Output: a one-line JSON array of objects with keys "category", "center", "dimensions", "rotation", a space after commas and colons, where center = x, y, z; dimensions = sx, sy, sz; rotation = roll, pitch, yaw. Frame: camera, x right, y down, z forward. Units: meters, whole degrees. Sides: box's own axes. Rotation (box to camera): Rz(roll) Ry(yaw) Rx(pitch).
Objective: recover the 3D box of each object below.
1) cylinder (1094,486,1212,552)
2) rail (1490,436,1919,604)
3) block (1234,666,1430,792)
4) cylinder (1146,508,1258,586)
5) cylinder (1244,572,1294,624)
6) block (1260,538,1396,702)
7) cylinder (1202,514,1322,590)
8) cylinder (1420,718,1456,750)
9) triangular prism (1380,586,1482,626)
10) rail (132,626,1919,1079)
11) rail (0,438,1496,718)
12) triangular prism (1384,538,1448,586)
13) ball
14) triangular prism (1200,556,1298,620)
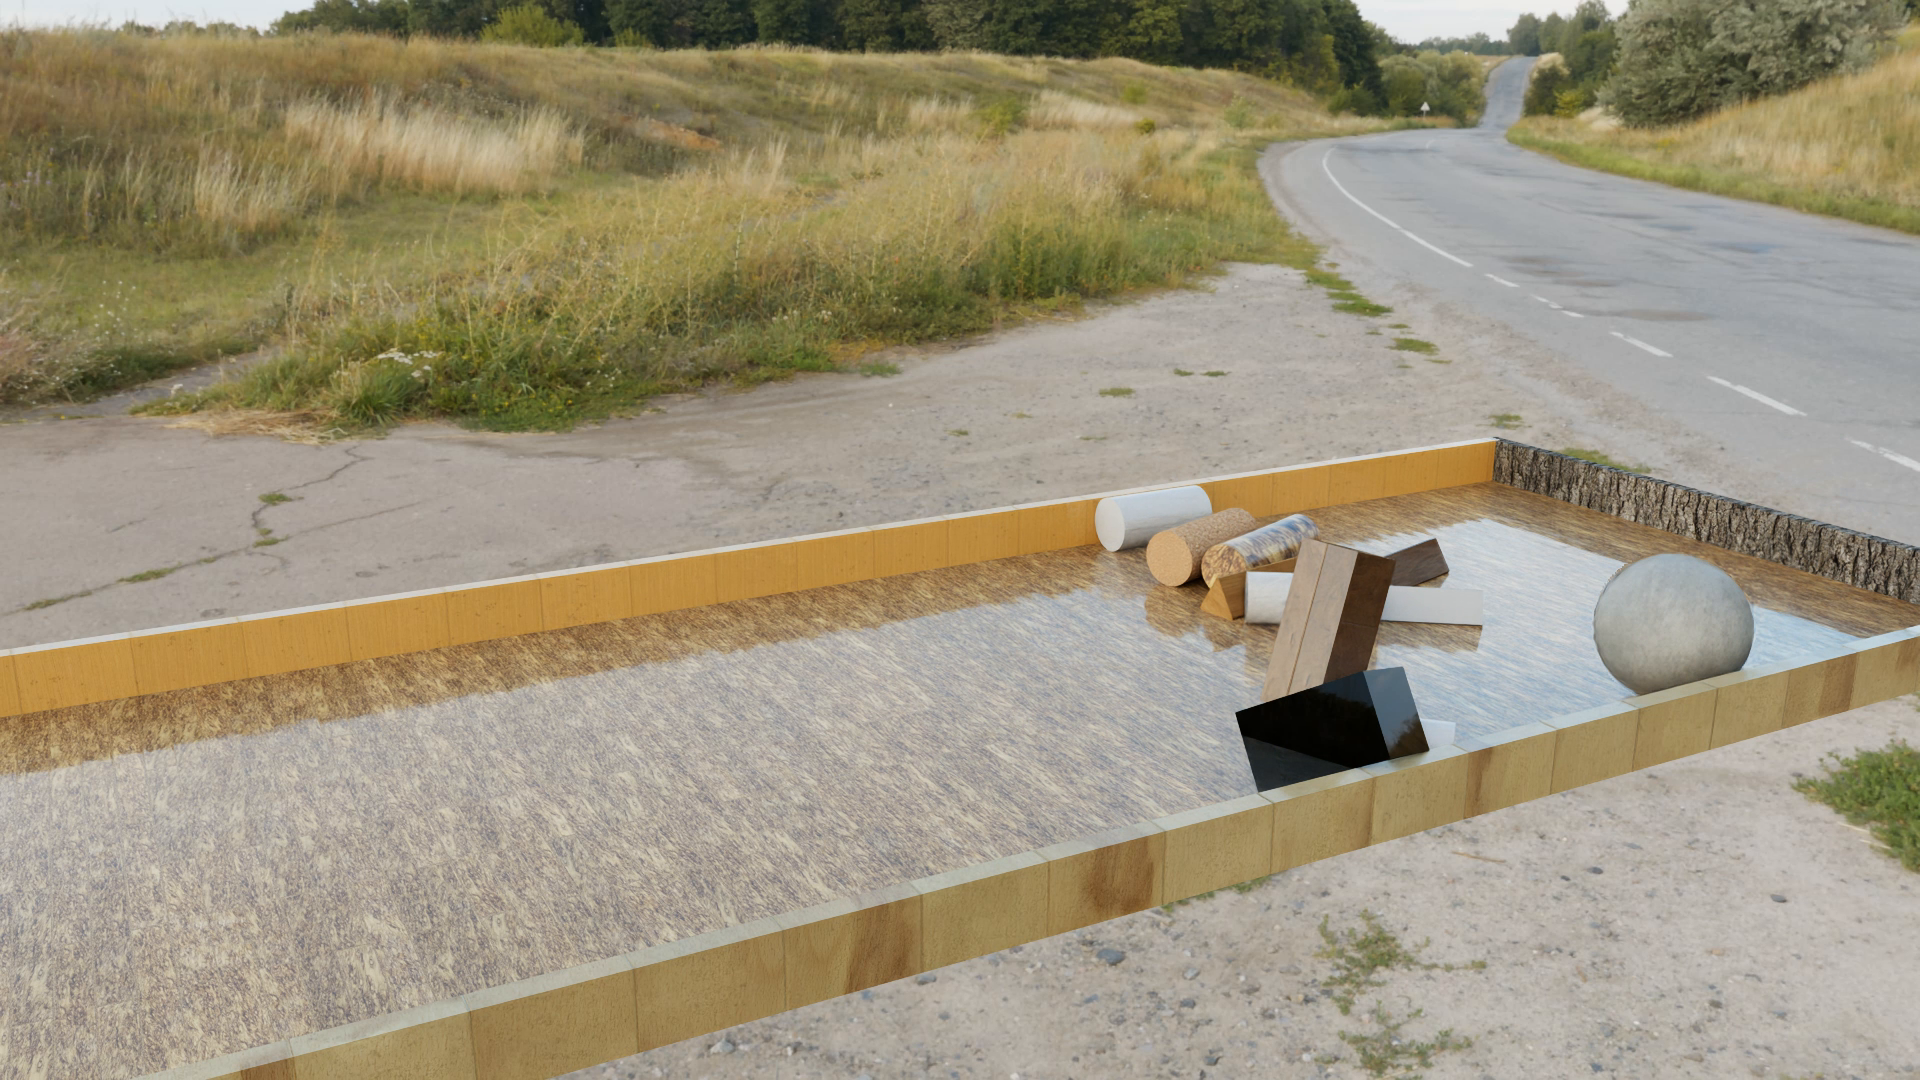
[{"category": "cylinder", "center": [0.622, -0.071, 5.293], "dimensions": [0.337, 0.172, 0.172], "rotation": [-9, 18, -27]}, {"category": "rail", "center": [2.466, -0.048, 5.253], "dimensions": [0.050, 0.150, 2.100], "rotation": [-9, 18, -27]}, {"category": "block", "center": [0.767, 0.395, 3.409], "dimensions": [0.310, 0.178, 0.178], "rotation": [-25, -16, 38]}, {"category": "cylinder", "center": [0.740, 0.018, 4.998], "dimensions": [0.166, 0.166, 0.363], "rotation": [15, 22, 41]}, {"category": "cylinder", "center": [0.967, 0.164, 4.541], "dimensions": [0.354, 0.144, 0.144], "rotation": [2, 16, 6]}, {"category": "block", "center": [0.864, 0.213, 3.872], "dimensions": [0.158, 0.398, 0.158], "rotation": [10, 6, -42]}, {"category": "cylinder", "center": [0.907, 0.042, 4.941], "dimensions": [0.154, 0.154, 0.436], "rotation": [14, 21, 39]}, {"category": "cylinder", "center": [0.905, 0.448, 3.575], "dimensions": [0.314, 0.146, 0.146], "rotation": [6, 17, 18]}, {"category": "triangular prism", "center": [1.246, 0.171, 4.608], "dimensions": [0.408, 0.087, 0.101], "rotation": [3, 17, 9]}, {"category": "rail", "center": [-2.336, 1.006, 1.665], "dimensions": [12.000, 0.150, 0.050], "rotation": [-9, 18, -27]}, {"category": "rail", "center": [-3.305, 0.497, 3.399], "dimensions": [12.000, 0.150, 0.050], "rotation": [-9, 18, -27]}, {"category": "triangular prism", "center": [1.311, 0.076, 4.912], "dimensions": [0.382, 0.097, 0.113], "rotation": [-15, 22, -42]}, {"category": "ball", "center": [1.724, 0.212, 3.995], "dimensions": [0.359, 0.359, 0.359], "rotation": [0, 16, 0]}, {"category": "triangular prism", "center": [0.894, 0.119, 4.751], "dimensions": [0.441, 0.106, 0.123], "rotation": [-12, 20, -36]}]
